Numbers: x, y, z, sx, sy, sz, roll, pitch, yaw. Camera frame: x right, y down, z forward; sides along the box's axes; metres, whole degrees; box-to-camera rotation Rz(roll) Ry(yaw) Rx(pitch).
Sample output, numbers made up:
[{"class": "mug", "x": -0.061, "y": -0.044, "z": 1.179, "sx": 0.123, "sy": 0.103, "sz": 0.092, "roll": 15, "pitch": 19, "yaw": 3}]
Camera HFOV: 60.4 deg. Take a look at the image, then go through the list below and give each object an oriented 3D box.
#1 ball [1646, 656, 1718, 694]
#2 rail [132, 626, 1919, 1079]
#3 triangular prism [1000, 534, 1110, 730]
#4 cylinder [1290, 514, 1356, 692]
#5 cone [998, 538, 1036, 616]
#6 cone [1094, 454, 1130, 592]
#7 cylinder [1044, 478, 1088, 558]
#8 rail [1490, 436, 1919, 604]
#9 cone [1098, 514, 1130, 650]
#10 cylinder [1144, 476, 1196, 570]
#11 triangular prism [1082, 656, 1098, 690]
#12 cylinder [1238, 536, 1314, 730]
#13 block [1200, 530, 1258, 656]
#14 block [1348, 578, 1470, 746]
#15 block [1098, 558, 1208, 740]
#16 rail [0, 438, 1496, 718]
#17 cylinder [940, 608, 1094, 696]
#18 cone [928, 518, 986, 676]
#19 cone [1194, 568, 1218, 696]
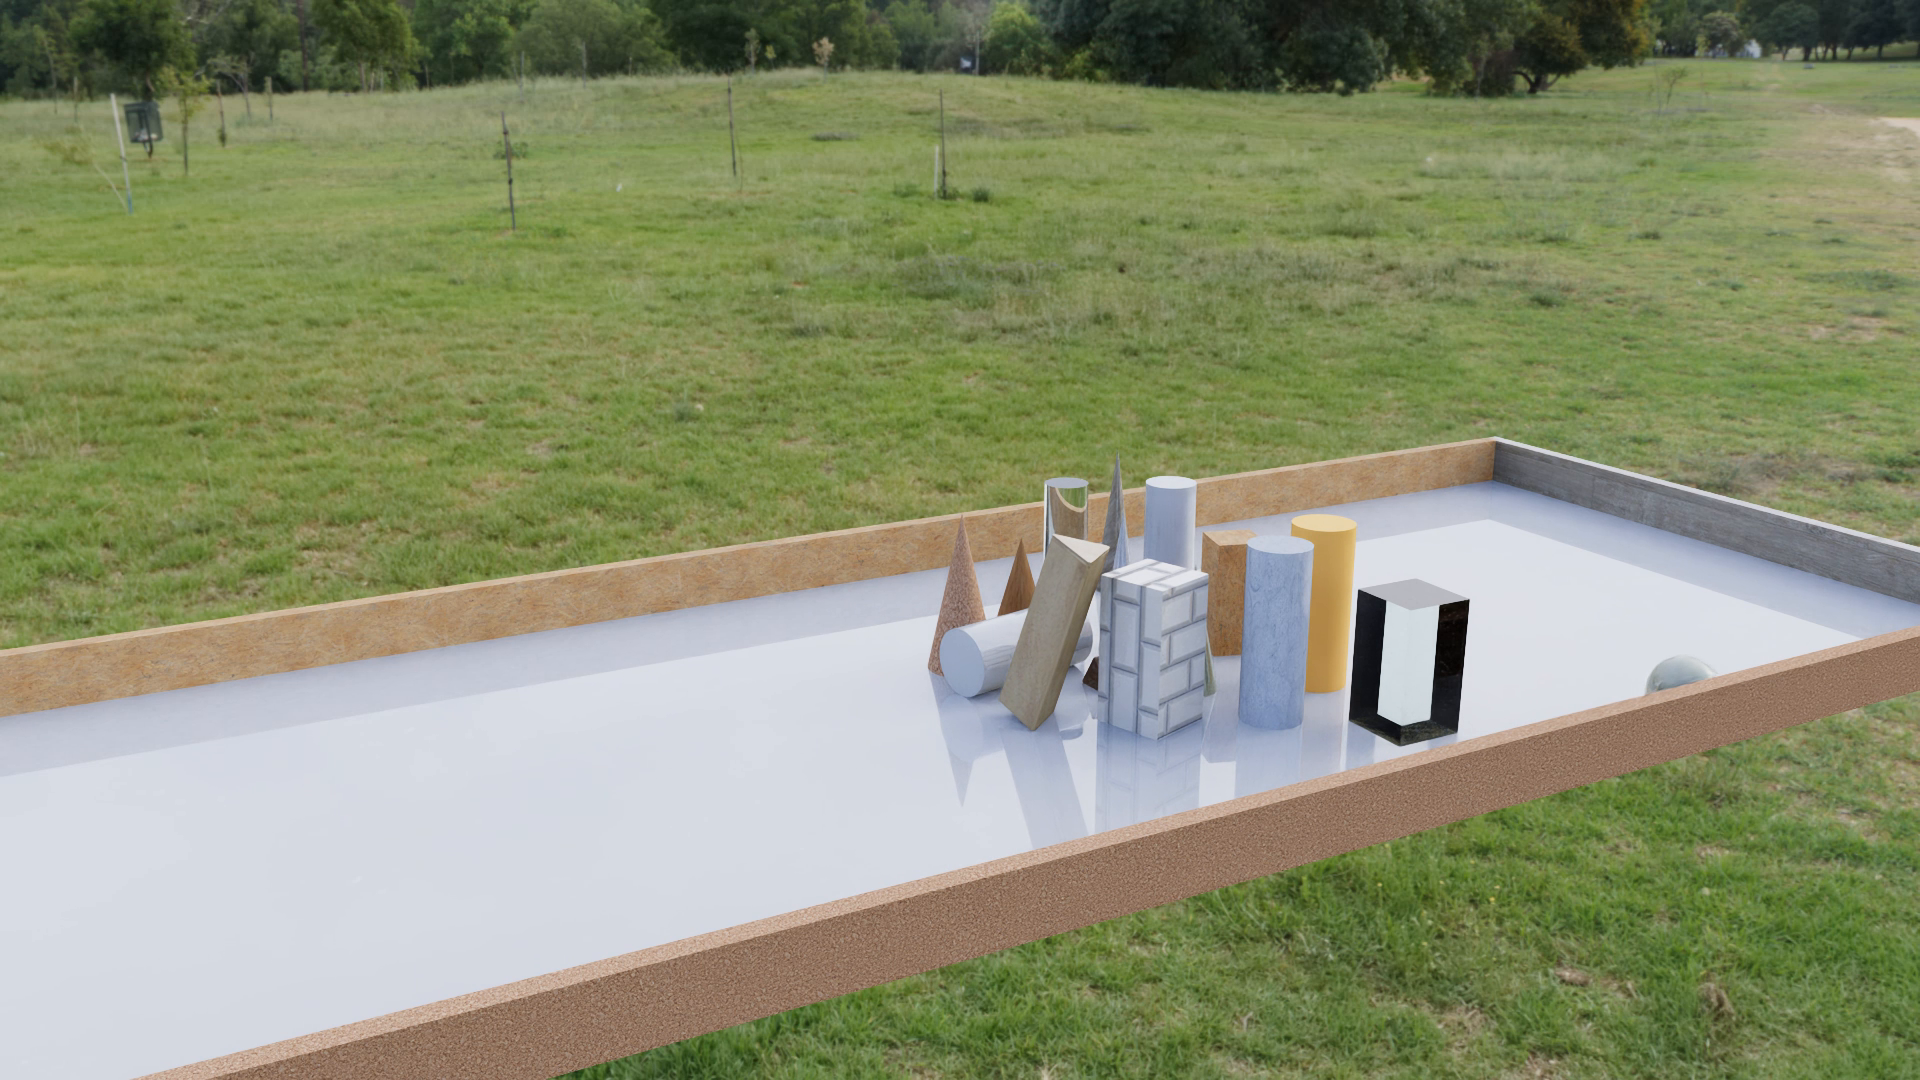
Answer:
[{"class": "ball", "x": 1.691, "y": 0.354, "z": 3.854, "sx": 0.167, "sy": 0.167, "sz": 0.167, "roll": 0, "pitch": 16, "yaw": 0}, {"class": "rail", "x": -2.336, "y": 1.006, "z": 1.665, "sx": 12.000, "sy": 0.150, "sz": 0.050, "roll": -9, "pitch": 18, "yaw": -27}, {"class": "triangular prism", "x": 0.204, "y": 0.207, "z": 3.832, "sx": 0.119, "sy": 0.444, "sz": 0.137, "roll": 24, "pitch": 23, "yaw": 17}, {"class": "cylinder", "x": 0.890, "y": 0.157, "z": 4.086, "sx": 0.156, "sy": 0.415, "sz": 0.156, "roll": 0, "pitch": 16, "yaw": 0}, {"class": "cone", "x": 0.160, "y": 0.138, "z": 4.351, "sx": 0.171, "sy": 0.301, "sz": 0.171, "roll": 0, "pitch": 16, "yaw": 0}, {"class": "cone", "x": 0.455, "y": -0.062, "z": 4.809, "sx": 0.116, "sy": 0.426, "sz": 0.116, "roll": 0, "pitch": 16, "yaw": 0}, {"class": "cylinder", "x": 0.295, "y": 0.020, "z": 4.625, "sx": 0.123, "sy": 0.373, "sz": 0.123, "roll": 0, "pitch": 16, "yaw": 0}, {"class": "rail", "x": 2.466, "y": -0.048, "z": 5.253, "sx": 0.050, "sy": 0.150, "sz": 2.100, "roll": -9, "pitch": 18, "yaw": -27}, {"class": "cone", "x": 0.423, "y": 0.104, "z": 4.316, "sx": 0.115, "sy": 0.386, "sz": 0.115, "roll": 0, "pitch": 16, "yaw": 0}, {"class": "cylinder", "x": 0.583, "y": 0.023, "z": 4.600, "sx": 0.140, "sy": 0.381, "sz": 0.140, "roll": 0, "pitch": 16, "yaw": 0}, {"class": "triangular prism", "x": 0.464, "y": 0.305, "z": 4.165, "sx": 0.311, "sy": 0.081, "sz": 0.093, "roll": -10, "pitch": 19, "yaw": -30}, {"class": "cylinder", "x": 0.738, "y": 0.216, "z": 3.858, "sx": 0.152, "sy": 0.430, "sz": 0.152, "roll": 0, "pitch": 16, "yaw": 0}, {"class": "block", "x": 0.717, "y": 0.138, "z": 4.347, "sx": 0.130, "sy": 0.303, "sz": 0.130, "roll": -3, "pitch": 17, "yaw": -10}, {"class": "block", "x": 1.038, "y": 0.280, "z": 3.820, "sx": 0.176, "sy": 0.328, "sz": 0.176, "roll": -8, "pitch": 18, "yaw": -26}, {"class": "block", "x": 0.450, "y": 0.252, "z": 3.856, "sx": 0.176, "sy": 0.361, "sz": 0.176, "roll": 15, "pitch": 22, "yaw": 41}, {"class": "rail", "x": -3.305, "y": 0.497, "z": 3.399, "sx": 12.000, "sy": 0.150, "sz": 0.050, "roll": -9, "pitch": 18, "yaw": -27}, {"class": "cylinder", "x": 0.144, "y": 0.268, "z": 4.140, "sx": 0.362, "sy": 0.172, "sz": 0.172, "roll": -13, "pitch": 21, "yaw": -38}, {"class": "cone", "x": 0.005, "y": 0.128, "z": 4.193, "sx": 0.177, "sy": 0.409, "sz": 0.177, "roll": 0, "pitch": 16, "yaw": 0}, {"class": "cone", "x": 0.574, "y": 0.213, "z": 4.059, "sx": 0.133, "sy": 0.322, "sz": 0.133, "roll": 0, "pitch": 16, "yaw": 0}]
